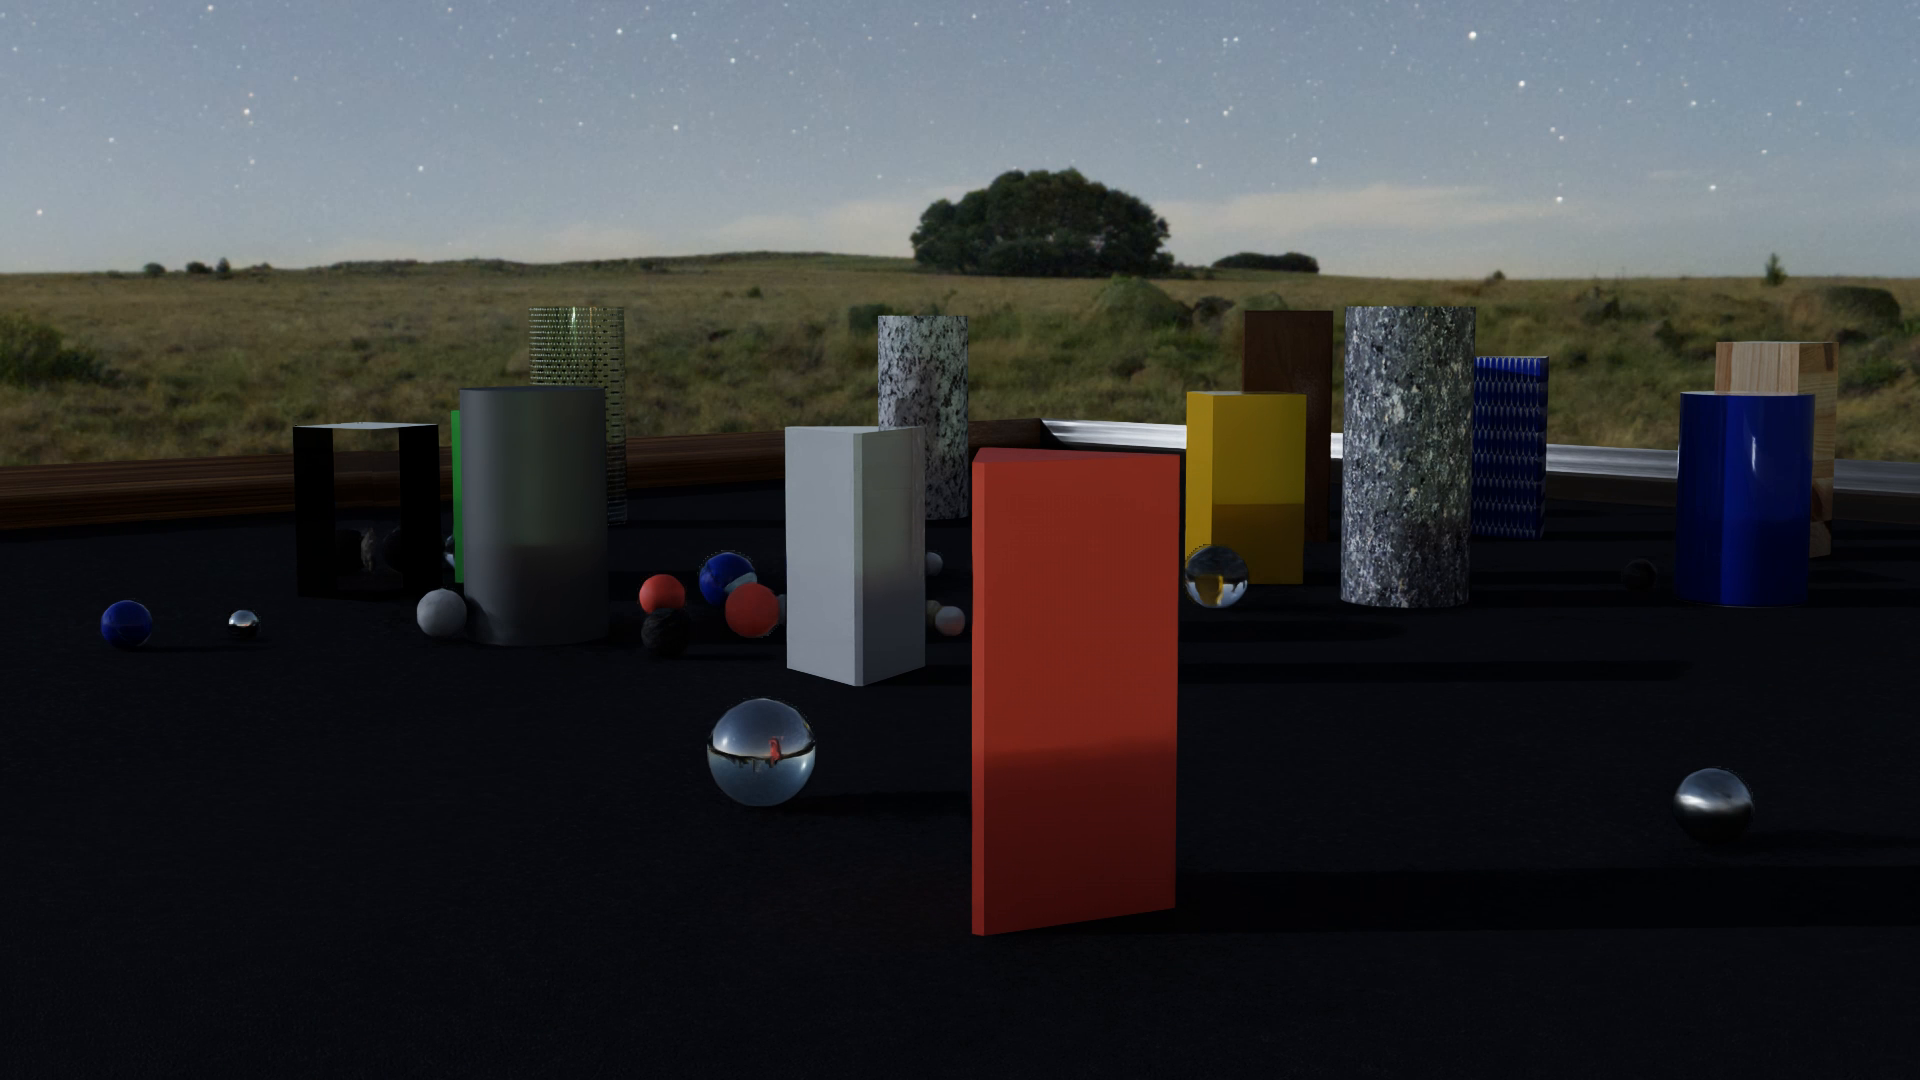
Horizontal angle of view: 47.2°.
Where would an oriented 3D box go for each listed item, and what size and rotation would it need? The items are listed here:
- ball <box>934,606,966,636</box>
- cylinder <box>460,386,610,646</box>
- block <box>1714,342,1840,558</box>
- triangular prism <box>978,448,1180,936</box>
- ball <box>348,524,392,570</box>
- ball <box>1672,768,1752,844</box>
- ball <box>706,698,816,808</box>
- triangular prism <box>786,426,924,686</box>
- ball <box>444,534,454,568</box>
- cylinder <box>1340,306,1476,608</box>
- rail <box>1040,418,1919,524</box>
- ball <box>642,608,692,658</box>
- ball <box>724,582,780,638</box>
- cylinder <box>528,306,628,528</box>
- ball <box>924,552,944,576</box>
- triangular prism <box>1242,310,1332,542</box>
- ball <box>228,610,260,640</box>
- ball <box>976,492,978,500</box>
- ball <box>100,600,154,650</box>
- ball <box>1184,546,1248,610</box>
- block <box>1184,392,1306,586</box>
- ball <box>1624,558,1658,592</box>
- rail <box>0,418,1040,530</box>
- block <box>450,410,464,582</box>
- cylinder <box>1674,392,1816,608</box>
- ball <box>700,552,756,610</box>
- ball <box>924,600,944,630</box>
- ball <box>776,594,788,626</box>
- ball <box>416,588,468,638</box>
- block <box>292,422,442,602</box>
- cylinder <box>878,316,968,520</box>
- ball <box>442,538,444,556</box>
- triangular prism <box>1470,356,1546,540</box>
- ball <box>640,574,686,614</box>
[{"bbox_3d":[-0.013,0.111,3.002,0.043,0.043,0.043,0,6,0],"label":"ball"},{"bbox_3d":[-0.580,-0.037,3.000,0.195,0.338,0.195,0,6,0],"label":"cylinder"},{"bbox_3d":[1.478,-0.166,3.994,0.156,0.386,0.156,-6,8,-44],"label":"block"},{"bbox_3d":[0.053,0.103,1.656,0.169,0.338,0.146,-3,7,-27],"label":"triangular prism"},{"bbox_3d":[-1.006,0.012,3.761,0.080,0.080,0.080,0,6,0],"label":"ball"},{"bbox_3d":[0.629,0.222,1.839,0.063,0.063,0.063,0,6,0],"label":"ball"},{"bbox_3d":[-0.178,0.191,1.973,0.097,0.097,0.097,0,6,0],"label":"ball"},{"bbox_3d":[-0.106,0.013,2.703,0.146,0.300,0.169,-4,7,-34],"label":"triangular prism"},{"bbox_3d":[-0.848,0.017,3.764,0.069,0.069,0.069,0,6,0],"label":"ball"},{"bbox_3d":[0.684,-0.132,3.366,0.195,0.449,0.195,0,6,0],"label":"cylinder"},{"bbox_3d":[1.672,-0.128,4.866,0.045,0.127,4.288,-5,8,-42],"label":"rail"},{"bbox_3d":[-0.377,0.119,2.824,0.064,0.064,0.064,0,6,0],"label":"ball"},{"bbox_3d":[-0.283,0.095,2.990,0.075,0.075,0.075,0,6,0],"label":"ball"},{"bbox_3d":[-0.789,-0.256,4.548,0.195,0.450,0.195,0,6,0],"label":"cylinder"},{"bbox_3d":[-0.049,0.041,3.680,0.041,0.041,0.041,0,6,0],"label":"ball"},{"bbox_3d":[0.635,-0.225,4.290,0.169,0.443,0.146,1,6,8],"label":"triangular prism"},{"bbox_3d":[-0.969,0.115,2.974,0.040,0.040,0.040,0,6,0],"label":"ball"},{"bbox_3d":[0.061,-0.098,4.964,0.049,0.049,0.049,0,6,0],"label":"ball"},{"bbox_3d":[-1.094,0.112,2.887,0.065,0.065,0.065,0,6,0],"label":"ball"},{"bbox_3d":[0.382,0.055,3.276,0.095,0.095,0.095,0,6,0],"label":"ball"},{"bbox_3d":[0.469,-0.088,3.629,0.156,0.308,0.156,-1,6,-10],"label":"block"},{"bbox_3d":[1.079,0.055,3.488,0.052,0.052,0.052,0,6,0],"label":"ball"},{"bbox_3d":[-1.438,-0.129,4.882,4.597,0.127,0.045,-5,8,-42],"label":"rail"},{"bbox_3d":[-0.731,-0.076,3.640,0.156,0.281,0.156,2,6,14],"label":"block"},{"bbox_3d":[1.202,-0.066,3.373,0.195,0.317,0.195,0,6,0],"label":"cylinder"},{"bbox_3d":[-0.345,0.061,3.269,0.085,0.085,0.085,0,6,0],"label":"ball"},{"bbox_3d":[-0.042,0.104,3.068,0.042,0.042,0.042,0,6,0],"label":"ball"},{"bbox_3d":[-0.245,0.099,3.106,0.045,0.045,0.045,0,6,0],"label":"ball"},{"bbox_3d":[-0.696,0.099,2.955,0.067,0.067,0.067,0,6,0],"label":"ball"},{"bbox_3d":[-0.927,-0.047,3.447,0.156,0.264,0.156,3,7,26],"label":"block"},{"bbox_3d":[-0.079,-0.268,4.749,0.195,0.431,0.195,0,6,0],"label":"cylinder"},{"bbox_3d":[-0.917,0.012,3.707,0.093,0.093,0.093,0,6,0],"label":"ball"},{"bbox_3d":[1.117,-0.187,4.356,0.146,0.352,0.169,-6,8,-42],"label":"triangular prism"},{"bbox_3d":[-0.428,0.082,3.165,0.066,0.066,0.066,0,6,0],"label":"ball"}]
